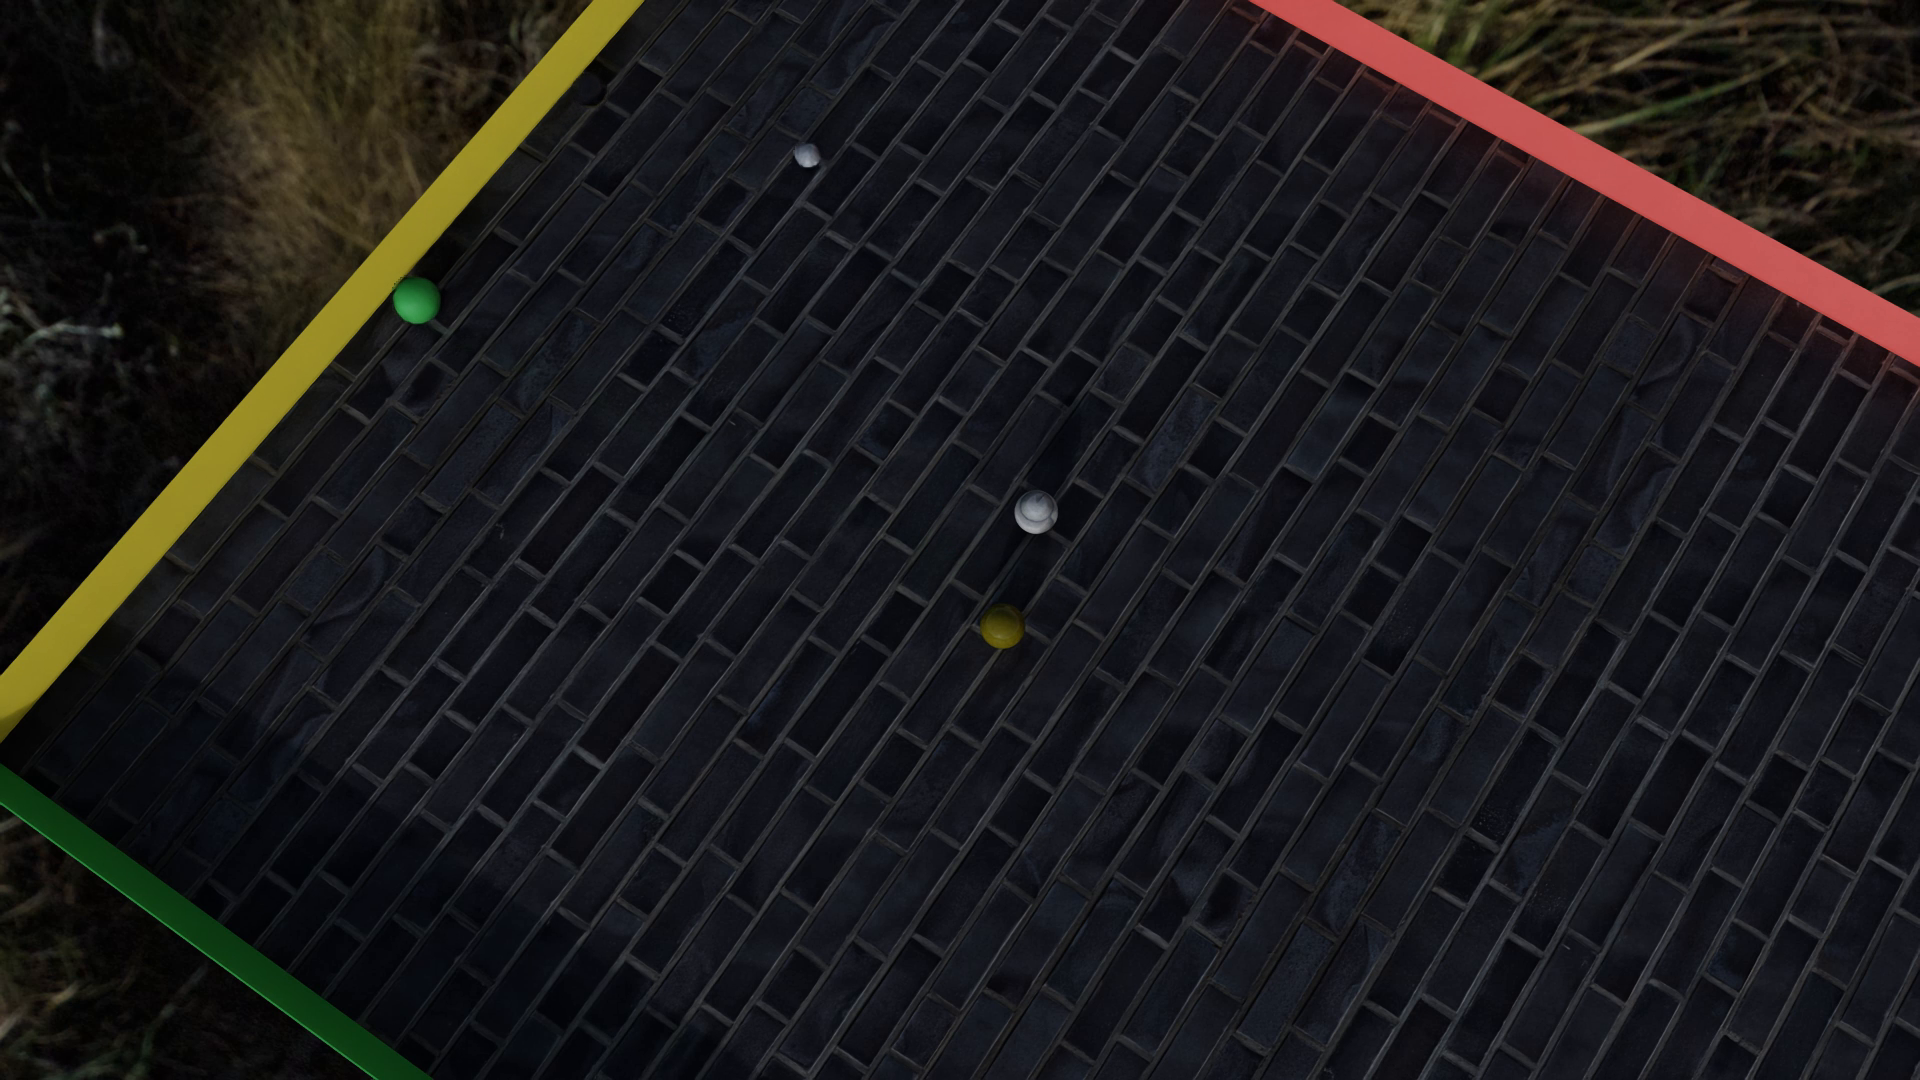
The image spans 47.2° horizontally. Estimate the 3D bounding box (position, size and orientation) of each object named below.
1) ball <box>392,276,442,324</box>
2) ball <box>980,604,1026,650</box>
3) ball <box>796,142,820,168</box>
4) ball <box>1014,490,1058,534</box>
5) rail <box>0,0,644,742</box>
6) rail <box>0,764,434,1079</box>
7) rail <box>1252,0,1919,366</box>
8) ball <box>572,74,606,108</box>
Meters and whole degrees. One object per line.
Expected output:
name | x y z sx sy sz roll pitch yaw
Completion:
ball | -0.898 -0.397 3.636 0.078 0.078 0.078 0 68 0
ball | 0.067 0.134 3.428 0.071 0.071 0.071 0 68 0
ball | -0.260 -0.658 3.759 0.043 0.043 0.043 0 68 0
ball | 0.121 -0.044 3.500 0.070 0.070 0.070 0 68 0
rail | -0.865 -0.548 3.683 0.045 0.101 2.330 32 72 12
rail | 0.248 1.426 2.895 4.268 0.101 0.045 32 72 12
rail | 1.522 -0.333 3.597 4.268 0.101 0.045 32 72 12
ball | -0.640 -0.776 3.798 0.058 0.058 0.058 0 68 0
